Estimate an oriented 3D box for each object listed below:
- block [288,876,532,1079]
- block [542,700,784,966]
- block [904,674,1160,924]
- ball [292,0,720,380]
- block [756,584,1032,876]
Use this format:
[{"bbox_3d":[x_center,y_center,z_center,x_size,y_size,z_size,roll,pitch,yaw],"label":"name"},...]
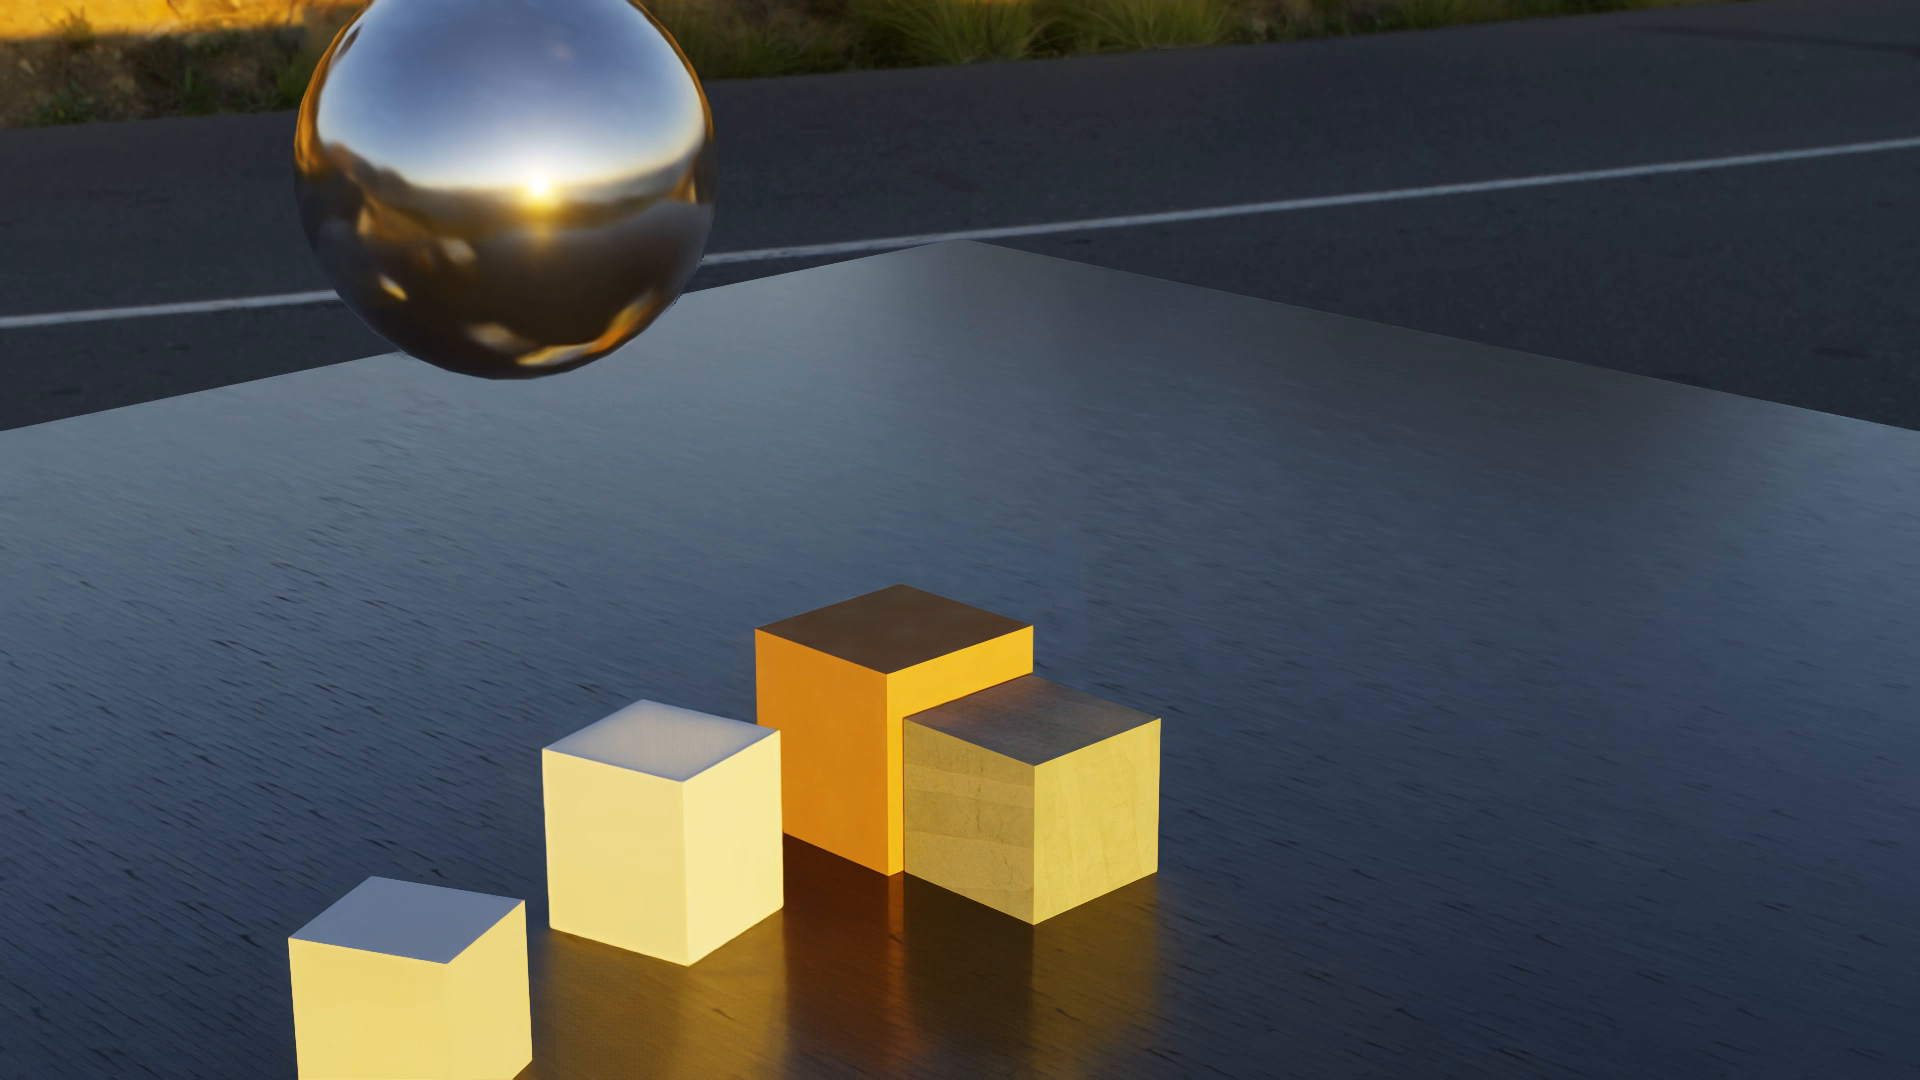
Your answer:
[{"bbox_3d":[-2.137,1.799,11.457,0.686,0.698,0.614,6,18,19],"label":"block"},{"bbox_3d":[-1.298,1.271,12.890,0.753,0.845,0.716,10,20,30],"label":"block"},{"bbox_3d":[0.327,1.166,13.381,0.824,0.752,0.819,-17,24,-42],"label":"block"},{"bbox_3d":[-1.710,-1.406,11.108,1.600,1.600,1.600,0,17,0],"label":"ball"},{"bbox_3d":[-0.309,0.877,13.917,0.893,0.981,0.950,17,24,42],"label":"block"}]
